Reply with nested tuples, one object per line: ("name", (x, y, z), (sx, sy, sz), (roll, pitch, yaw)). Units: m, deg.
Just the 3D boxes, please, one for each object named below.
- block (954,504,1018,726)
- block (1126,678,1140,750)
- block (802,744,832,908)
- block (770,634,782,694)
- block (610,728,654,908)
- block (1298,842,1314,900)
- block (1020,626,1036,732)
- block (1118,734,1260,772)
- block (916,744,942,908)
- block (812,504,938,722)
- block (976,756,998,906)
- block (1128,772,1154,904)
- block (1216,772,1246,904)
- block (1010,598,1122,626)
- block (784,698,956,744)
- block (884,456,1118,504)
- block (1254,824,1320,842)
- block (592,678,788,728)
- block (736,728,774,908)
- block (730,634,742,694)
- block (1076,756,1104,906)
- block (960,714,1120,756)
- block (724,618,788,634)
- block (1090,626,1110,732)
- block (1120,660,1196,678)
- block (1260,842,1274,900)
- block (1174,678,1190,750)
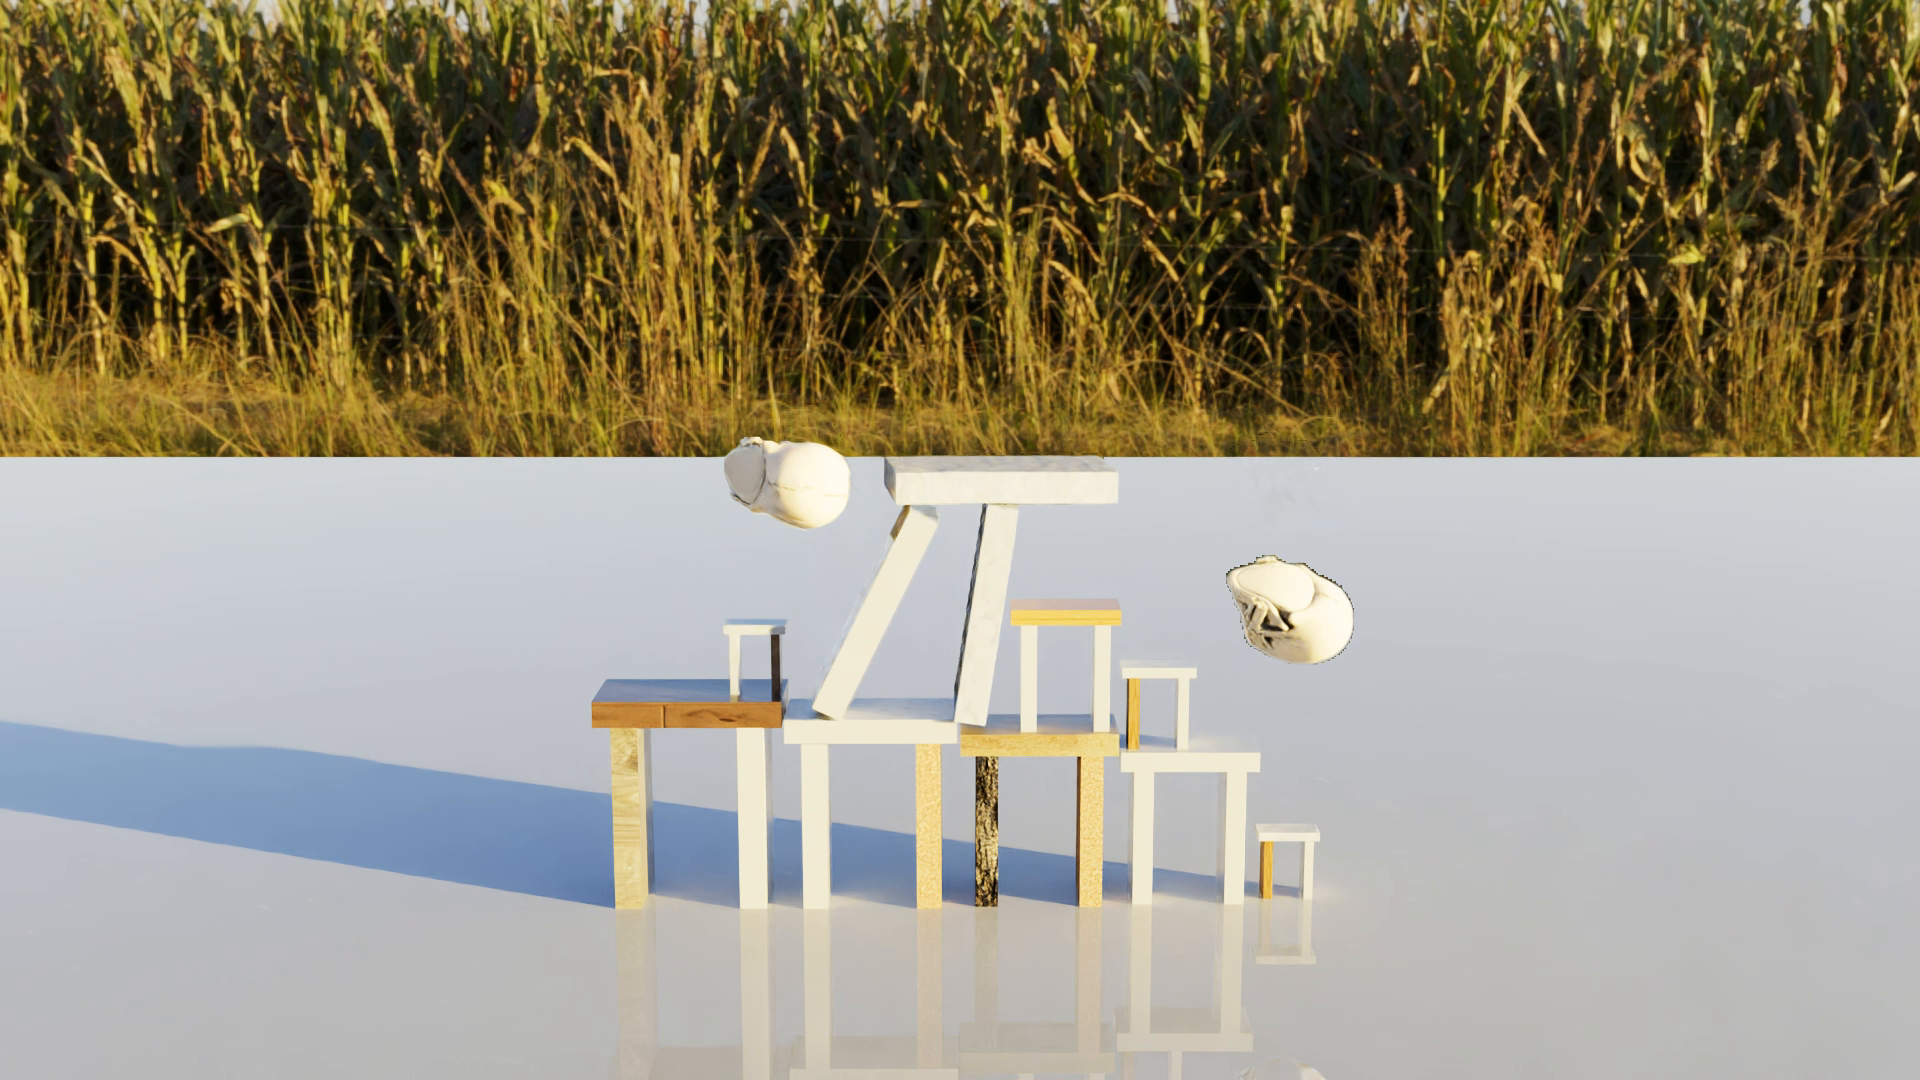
("block", (0.041, 0.107, 3.581), (0.050, 0.355, 0.177), (8, 10, -2))
("block", (0.284, 0.278, 3.611), (0.017, 0.120, 0.060), (0, 11, 0))
("block", (-0.236, 0.453, 3.640), (0.040, 0.279, 0.140), (0, 11, 0))
("block", (-0.300, 0.198, 3.597), (0.014, 0.101, 0.050), (0, 11, 0))
("block", (-0.542, 0.439, 3.645), (0.043, 0.305, 0.153), (0, 11, 0))
("block", (0.576, 0.541, 3.659), (0.014, 0.100, 0.050), (0, 11, 0))
("block", (0.111, 0.217, 3.596), (0.025, 0.177, 0.089), (0, 11, 0))
("block", (0.375, 0.351, 3.630), (0.226, 0.032, 0.113), (0, 11, 0))
("block", (-0.051, 0.453, 3.641), (0.040, 0.279, 0.140), (0, 10, 0))
("block", (-0.139, 0.108, 3.584), (0.050, 0.355, 0.177), (26, 8, -6))
("block", (0.044, 0.464, 3.647), (0.036, 0.256, 0.128), (0, 11, 0))
("block", (0.300, 0.478, 3.653), (0.032, 0.226, 0.113), (0, 11, 0))
("block", (0.450, 0.478, 3.653), (0.032, 0.226, 0.113), (0, 11, 0))
("block", (0.171, 0.117, 3.578), (0.177, 0.025, 0.089), (0, 11, 0))
("block", (-0.145, 0.296, 3.612), (0.279, 0.040, 0.140), (0, 10, 0))
("block", (0.064, -0.099, 3.569), (0.355, 0.050, 0.177), (0, 11, -8))
("block", (0.543, 0.485, 3.648), (0.100, 0.014, 0.050), (0, 11, 0))
("block", (-0.440, 0.268, 3.613), (0.305, 0.043, 0.153), (0, 11, 0))
("block", (-0.338, 0.439, 3.645), (0.043, 0.305, 0.153), (0, 11, 0))
("block", (-0.367, 0.198, 3.597), (0.014, 0.101, 0.050), (0, 11, 0))
("block", (0.214, 0.464, 3.647), (0.036, 0.256, 0.128), (0, 11, 0))
("block", (0.129, 0.321, 3.620), (0.256, 0.036, 0.128), (0, 11, 0))
("block", (-0.333, 0.141, 3.586), (0.101, 0.014, 0.050), (0, 11, 0))
("block", (0.230, 0.216, 3.596), (0.025, 0.177, 0.089), (0, 11, 0))
("block", (0.324, 0.210, 3.598), (0.120, 0.017, 0.060), (0, 11, 0))
("block", (0.510, 0.541, 3.659), (0.014, 0.100, 0.050), (0, 11, 0))
("block", (0.364, 0.278, 3.611), (0.017, 0.120, 0.060), (0, 11, 0))
